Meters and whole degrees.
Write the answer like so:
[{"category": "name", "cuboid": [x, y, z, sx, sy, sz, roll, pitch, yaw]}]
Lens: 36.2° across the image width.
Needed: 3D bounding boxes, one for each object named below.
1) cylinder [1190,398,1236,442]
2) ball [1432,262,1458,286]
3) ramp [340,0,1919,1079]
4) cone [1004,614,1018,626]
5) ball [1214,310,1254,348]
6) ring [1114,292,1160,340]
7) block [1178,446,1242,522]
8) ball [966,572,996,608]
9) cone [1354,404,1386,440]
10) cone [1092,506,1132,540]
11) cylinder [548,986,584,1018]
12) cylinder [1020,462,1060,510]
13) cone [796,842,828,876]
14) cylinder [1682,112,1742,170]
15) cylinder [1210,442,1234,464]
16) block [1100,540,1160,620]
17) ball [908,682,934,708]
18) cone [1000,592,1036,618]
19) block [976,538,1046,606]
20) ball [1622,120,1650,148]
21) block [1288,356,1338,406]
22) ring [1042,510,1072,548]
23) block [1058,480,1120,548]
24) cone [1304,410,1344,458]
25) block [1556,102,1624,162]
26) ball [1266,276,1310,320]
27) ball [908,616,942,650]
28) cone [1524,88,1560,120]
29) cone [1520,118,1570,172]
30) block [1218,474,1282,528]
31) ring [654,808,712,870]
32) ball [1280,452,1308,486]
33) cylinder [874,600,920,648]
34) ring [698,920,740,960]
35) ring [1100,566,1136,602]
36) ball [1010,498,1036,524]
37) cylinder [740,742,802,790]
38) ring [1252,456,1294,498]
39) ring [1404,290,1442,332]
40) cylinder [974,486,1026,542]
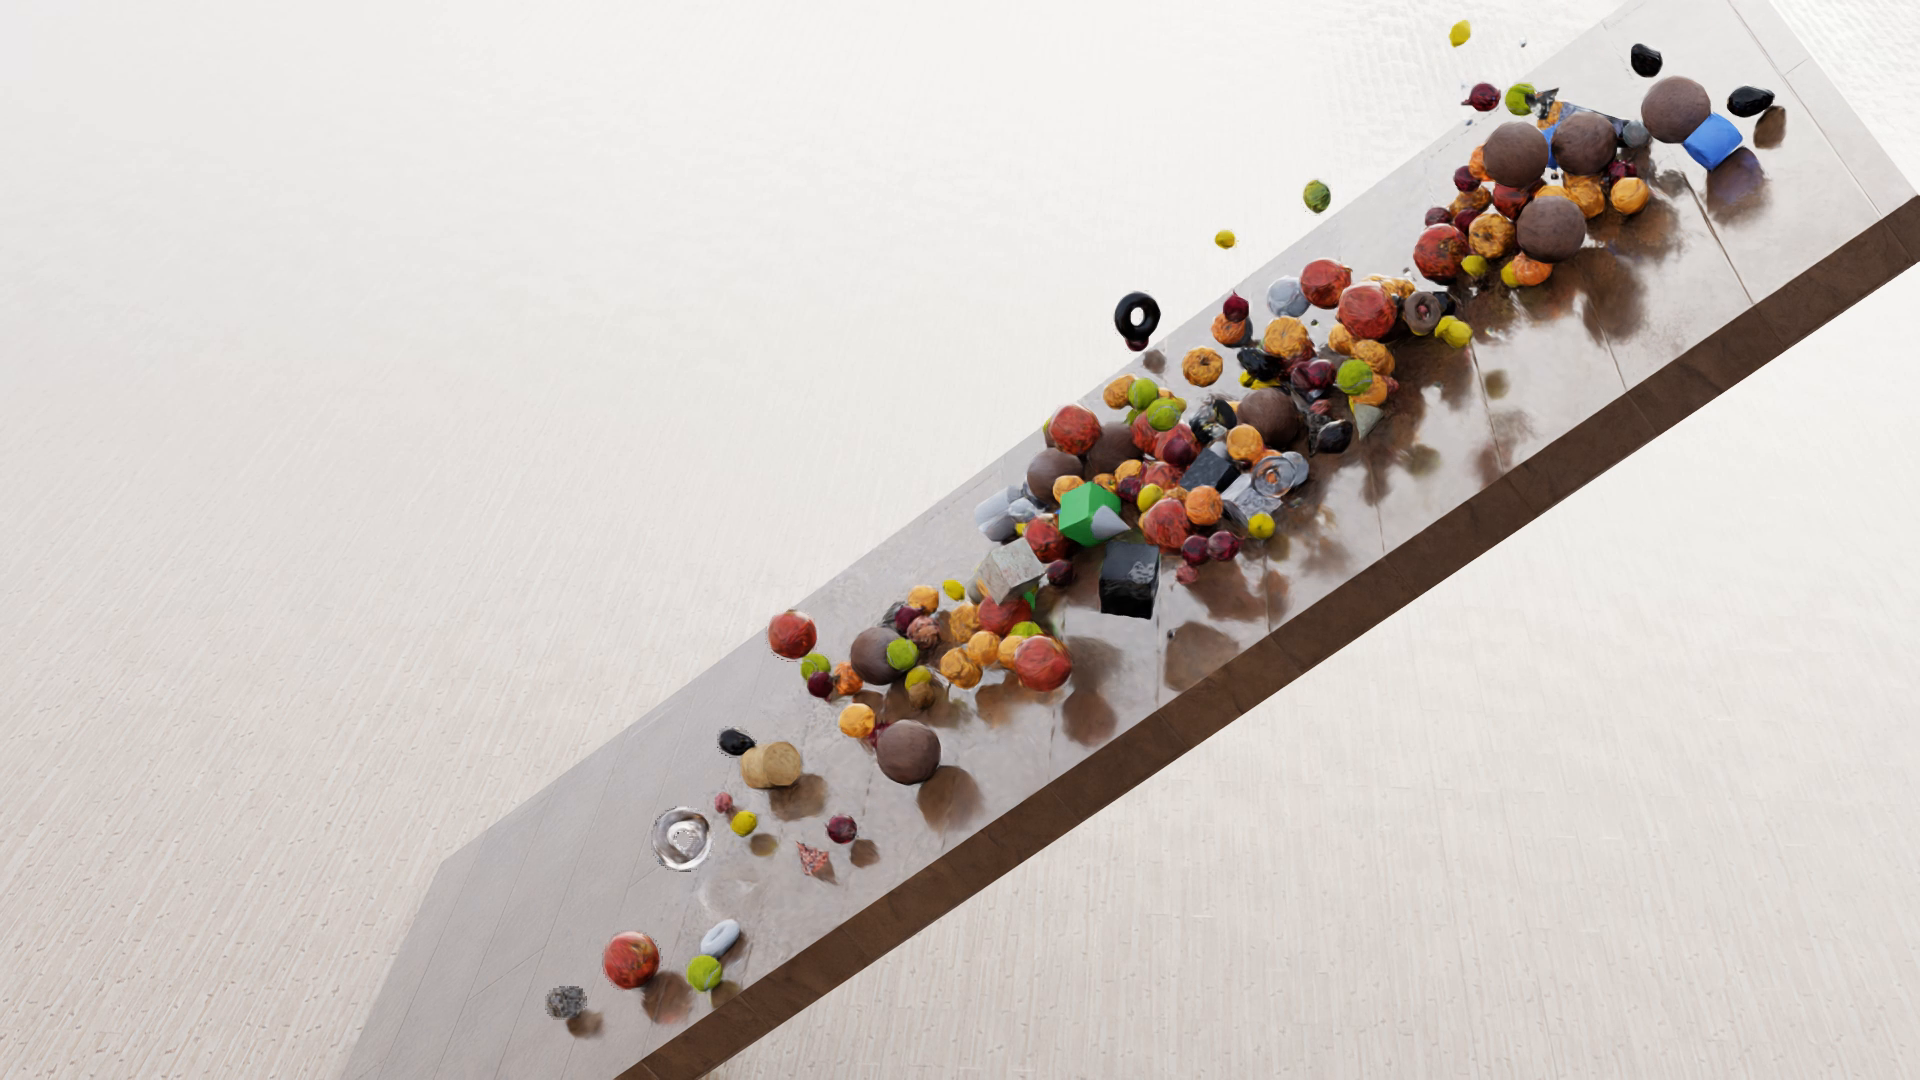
[{"category": "cylinder", "cuboid": [0.491, -0.231, 5.708, 0.065, 0.065, 0.065, -31, 0, 40]}, {"category": "ball", "cuboid": [0.988, -0.543, 5.999, 0.052, 0.052, 0.052, 0, 24, 0]}, {"category": "ramp", "cuboid": [0.122, 0.184, 6.338, 4.000, 0.100, 2.000, -36, 16, 18]}, {"category": "cone", "cuboid": [0.124, 0.146, 6.195, 0.054, 0.054, 0.054, -22, 18, 17]}, {"category": "ball", "cuboid": [0.616, -0.474, 6.617, 0.087, 0.087, 0.087, 0, 24, 0]}, {"category": "ring", "cuboid": [0.407, -0.516, 6.770, 0.117, 0.117, 0.039, -10, 18, -22]}, {"category": "block", "cuboid": [0.507, -0.110, 5.789, 0.091, 0.091, 0.091, 34, 5, -40]}, {"category": "ball", "cuboid": [0.057, 0.103, 6.365, 0.086, 0.086, 0.086, 0, 24, 0]}, {"category": "cone", "cuboid": [0.779, -0.220, 5.657, 0.064, 0.064, 0.064, 17, -11, 3]}, {"category": "cone", "cuboid": [0.323, -0.029, 6.066, 0.074, 0.074, 0.074, 13, 26, 35]}, {"category": "cylinder", "cuboid": [-0.822, 0.963, 6.128, 0.059, 0.059, 0.059, -17, -5, -33]}, {"category": "cylinder", "cuboid": [0.183, -0.123, 6.697, 0.079, 0.079, 0.079, 5, 36, 11]}, {"category": "cone", "cuboid": [-0.305, 0.622, 5.848, 0.063, 0.063, 0.063, -37, 16, 13]}, {"category": "cylinder", "cuboid": [1.409, -0.746, 5.507, 0.077, 0.077, 0.077, -46, 31, 1]}, {"category": "cylinder", "cuboid": [0.530, -0.165, 6.045, 0.053, 0.053, 0.053, 12, 45, 26]}, {"category": "block", "cuboid": [0.323, 0.075, 5.584, 0.099, 0.099, 0.099, 7, 48, 10]}, {"category": "ball", "cuboid": [-0.080, 0.325, 6.140, 0.056, 0.056, 0.056, 0, 24, 0]}, {"category": "cone", "cuboid": [0.118, 0.111, 6.153, 0.077, 0.077, 0.077, -2, 58, 2]}, {"category": "block", "cuboid": [0.104, 0.064, 6.018, 0.088, 0.088, 0.088, -24, 74, -29]}, {"category": "ball", "cuboid": [1.322, -0.794, 5.754, 0.054, 0.054, 0.054, 0, 24, 0]}, {"category": "block", "cuboid": [0.717, -0.325, 5.985, 0.064, 0.064, 0.064, -43, -4, -11]}, {"category": "ring", "cuboid": [0.241, -0.040, 6.393, 0.146, 0.049, 0.146, -38, 14, 11]}, {"category": "block", "cuboid": [0.274, -0.053, 6.219, 0.089, 0.089, 0.089, -26, 46, 42]}, {"category": "cone", "cuboid": [0.699, -0.197, 5.763, 0.086, 0.086, 0.086, 20, -4, 1]}, {"category": "block", "cuboid": [1.262, -0.821, 5.921, 0.089, 0.089, 0.089, 10, 14, -30]}, {"category": "ball", "cuboid": [0.711, -0.523, 6.367, 0.097, 0.097, 0.097, 0, 24, 0]}, {"category": "ball", "cuboid": [-0.078, 0.203, 6.428, 0.075, 0.075, 0.075, 0, 24, 0]}, {"category": "cone", "cuboid": [1.170, -0.881, 5.856, 0.065, 0.065, 0.065, -39, 33, -5]}, {"category": "cone", "cuboid": [1.184, -0.803, 5.862, 0.096, 0.096, 0.096, 33, 20, -14]}, {"category": "block", "cuboid": [0.561, -0.076, 5.690, 0.074, 0.074, 0.074, -44, 16, -12]}, {"category": "ring", "cuboid": [-0.594, 0.640, 6.303, 0.132, 0.132, 0.044, -11, 4, -24]}, {"category": "ball", "cuboid": [0.639, -0.137, 5.682, 0.068, 0.068, 0.068, 0, 24, 0]}, {"category": "cylinder", "cuboid": [-0.137, 0.190, 6.587, 0.077, 0.077, 0.077, 18, 60, 35]}, {"category": "ring", "cuboid": [-0.479, 0.795, 5.843, 0.097, 0.032, 0.097, -37, 17, 14]}, {"category": "ring", "cuboid": [0.316, 0.089, 5.903, 0.087, 0.029, 0.087, -39, 15, 12]}, {"category": "ball", "cuboid": [0.134, -0.061, 6.298, 0.056, 0.056, 0.056, 0, 24, 0]}, {"category": "cylinder", "cuboid": [-0.411, 0.490, 6.386, 0.098, 0.098, 0.098, -17, 0, -34]}, {"category": "ring", "cuboid": [0.598, -0.121, 5.622, 0.088, 0.088, 0.029, -6, 24, -13]}, {"category": "ring", "cuboid": [0.867, -0.428, 5.515, 0.080, 0.080, 0.027, -11, 2, -24]}, {"category": "cylinder", "cuboid": [0.100, -0.060, 6.686, 0.096, 0.096, 0.096, -32, 9, 28]}]
